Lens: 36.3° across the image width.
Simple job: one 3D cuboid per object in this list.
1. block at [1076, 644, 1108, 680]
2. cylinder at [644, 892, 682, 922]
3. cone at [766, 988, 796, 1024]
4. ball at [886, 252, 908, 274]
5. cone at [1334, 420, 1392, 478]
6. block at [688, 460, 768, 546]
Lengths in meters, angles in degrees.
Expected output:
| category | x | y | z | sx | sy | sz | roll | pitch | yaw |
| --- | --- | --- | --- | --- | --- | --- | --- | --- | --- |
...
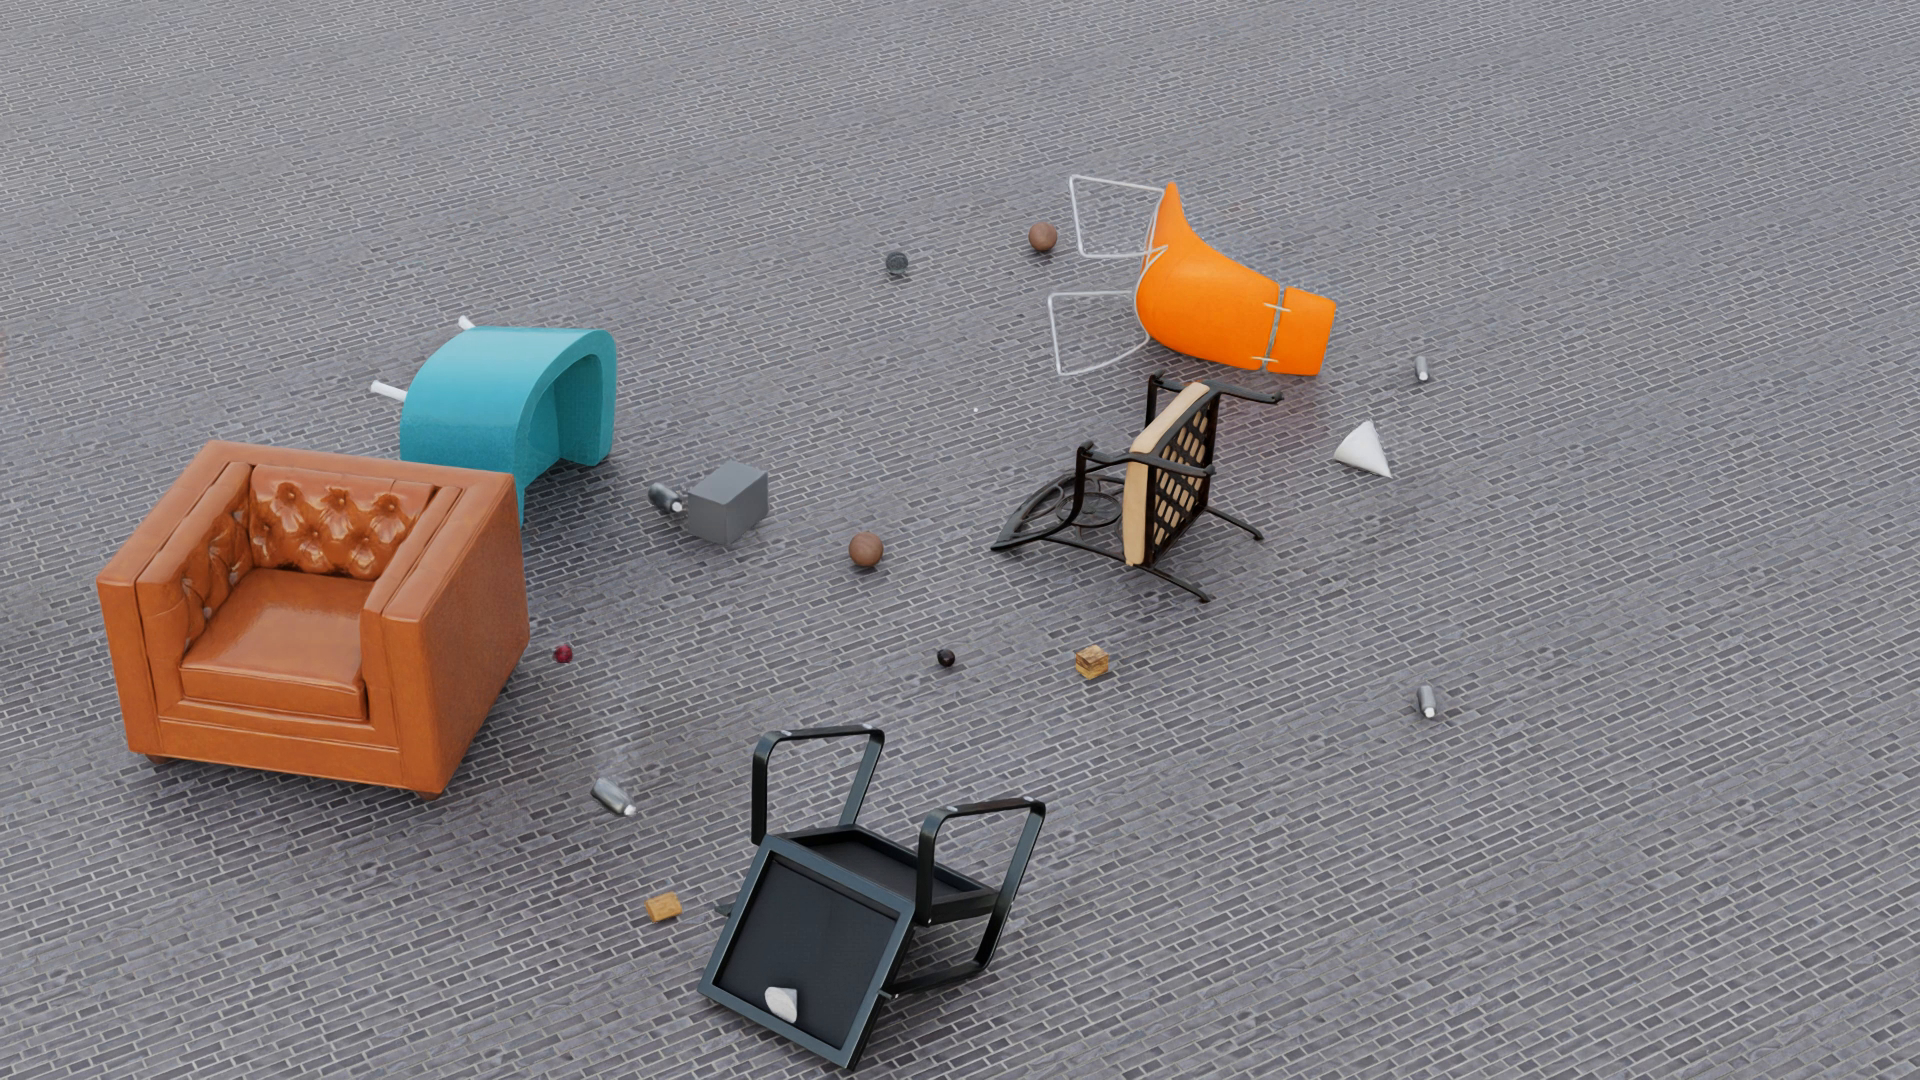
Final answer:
| category | x | y | z | sx | sy | sz | roll | pitch | yaw |
| --- | --- | --- | --- | --- | --- | --- | --- | --- | --- |
| block | 0.461 | 0.426 | 10.232 | 0.085 | 0.073 | 0.076 | -22 | 40 | -30 |
| cylinder | -0.927 | 1.145 | 9.164 | 0.093 | 0.043 | 0.082 | -18 | 53 | -25 |
| cone | -0.507 | 1.354 | 8.684 | 0.119 | 0.140 | 0.076 | 22 | 46 | 28 |
| ball | -0.274 | -1.200 | 12.676 | 0.098 | 0.098 | 0.098 | 0 | 33 | 0 |
| cone | 1.596 | -0.313 | 11.335 | 0.223 | 0.211 | 0.180 | 47 | 18 | 18 |
| block | -0.868 | -0.140 | 10.988 | 0.170 | 0.185 | 0.271 | 19 | 38 | 26 |
